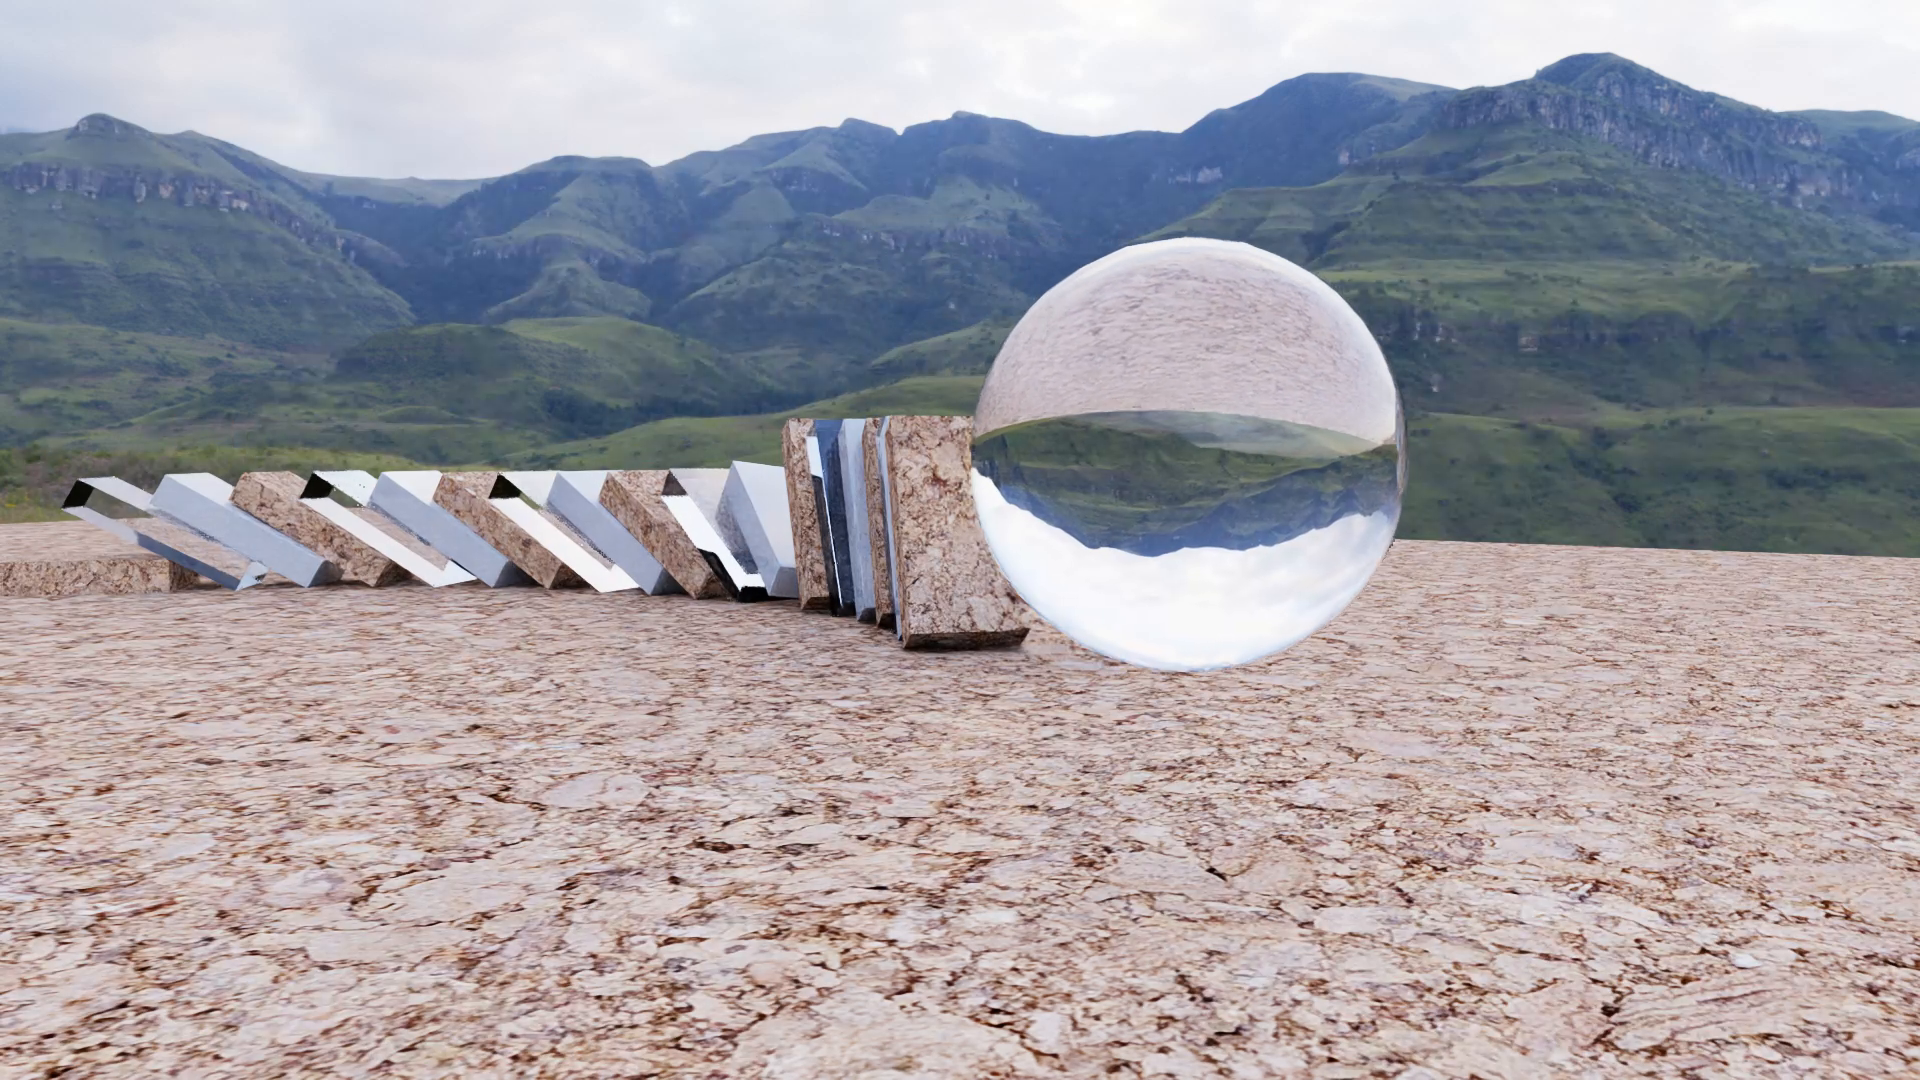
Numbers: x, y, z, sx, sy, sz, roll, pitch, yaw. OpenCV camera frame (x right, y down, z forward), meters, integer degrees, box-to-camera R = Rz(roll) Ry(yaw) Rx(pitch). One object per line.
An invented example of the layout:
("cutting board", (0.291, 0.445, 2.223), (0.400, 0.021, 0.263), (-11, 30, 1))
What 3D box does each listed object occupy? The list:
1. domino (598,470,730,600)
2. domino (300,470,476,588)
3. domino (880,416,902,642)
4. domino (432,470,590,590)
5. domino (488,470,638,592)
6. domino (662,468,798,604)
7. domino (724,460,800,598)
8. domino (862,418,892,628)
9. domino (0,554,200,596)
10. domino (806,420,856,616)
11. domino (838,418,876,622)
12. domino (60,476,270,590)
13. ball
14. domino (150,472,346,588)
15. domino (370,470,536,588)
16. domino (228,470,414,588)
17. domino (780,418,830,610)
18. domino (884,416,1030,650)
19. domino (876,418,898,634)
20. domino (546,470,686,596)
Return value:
("domino", (-0.079, -0.002, 0.369), (0.050, 0.010, 0.025), (40, 26, 28))
("domino", (-0.173, -0.004, 0.394), (0.050, 0.010, 0.025), (32, 8, 5))
("domino", (-0.003, -0.003, 0.285), (0.025, 0.050, 0.010), (-1, -23, -13))
("domino", (-0.133, -0.004, 0.391), (0.050, 0.010, 0.025), (34, 15, 16))
("domino", (-0.115, -0.003, 0.386), (0.050, 0.009, 0.025), (35, 18, 19))
("domino", (-0.061, -0.002, 0.360), (0.025, 0.009, 0.050), (-2, 37, -40))
("domino", (-0.046, -0.003, 0.353), (0.025, 0.009, 0.050), (6, 33, -31))
("domino", (-0.009, -0.005, 0.305), (0.025, 0.050, 0.010), (-1, -23, -13))
("domino", (-0.254, 0.010, 0.374), (0.050, 0.010, 0.025), (-1, 4, -13))
("domino", (-0.023, -0.006, 0.325), (0.025, 0.050, 0.009), (-2, -23, -22))
("domino", (-0.015, -0.005, 0.316), (0.025, 0.050, 0.010), (-1, -23, -16))
("domino", (-0.232, -0.002, 0.378), (0.050, 0.009, 0.025), (29, -2, -13))
("ball", (0.042, -0.015, 0.239), (0.080, 0.080, 0.080), (0, 4, 0))
("domino", (-0.212, -0.003, 0.387), (0.050, 0.010, 0.025), (30, 1, -6))
("domino", (-0.153, -0.004, 0.394), (0.050, 0.010, 0.025), (33, 12, 12))
("domino", (-0.193, -0.004, 0.393), (0.050, 0.010, 0.025), (31, 4, -1))
("domino", (-0.031, -0.007, 0.334), (0.025, 0.050, 0.009), (0, -23, -22))
("domino", (-0.001, -0.002, 0.274), (0.025, 0.050, 0.009), (-1, -23, -13))
("domino", (-0.005, -0.004, 0.295), (0.025, 0.050, 0.009), (-1, -23, -13))
("domino", (-0.096, -0.003, 0.379), (0.050, 0.010, 0.025), (38, 23, 25))
